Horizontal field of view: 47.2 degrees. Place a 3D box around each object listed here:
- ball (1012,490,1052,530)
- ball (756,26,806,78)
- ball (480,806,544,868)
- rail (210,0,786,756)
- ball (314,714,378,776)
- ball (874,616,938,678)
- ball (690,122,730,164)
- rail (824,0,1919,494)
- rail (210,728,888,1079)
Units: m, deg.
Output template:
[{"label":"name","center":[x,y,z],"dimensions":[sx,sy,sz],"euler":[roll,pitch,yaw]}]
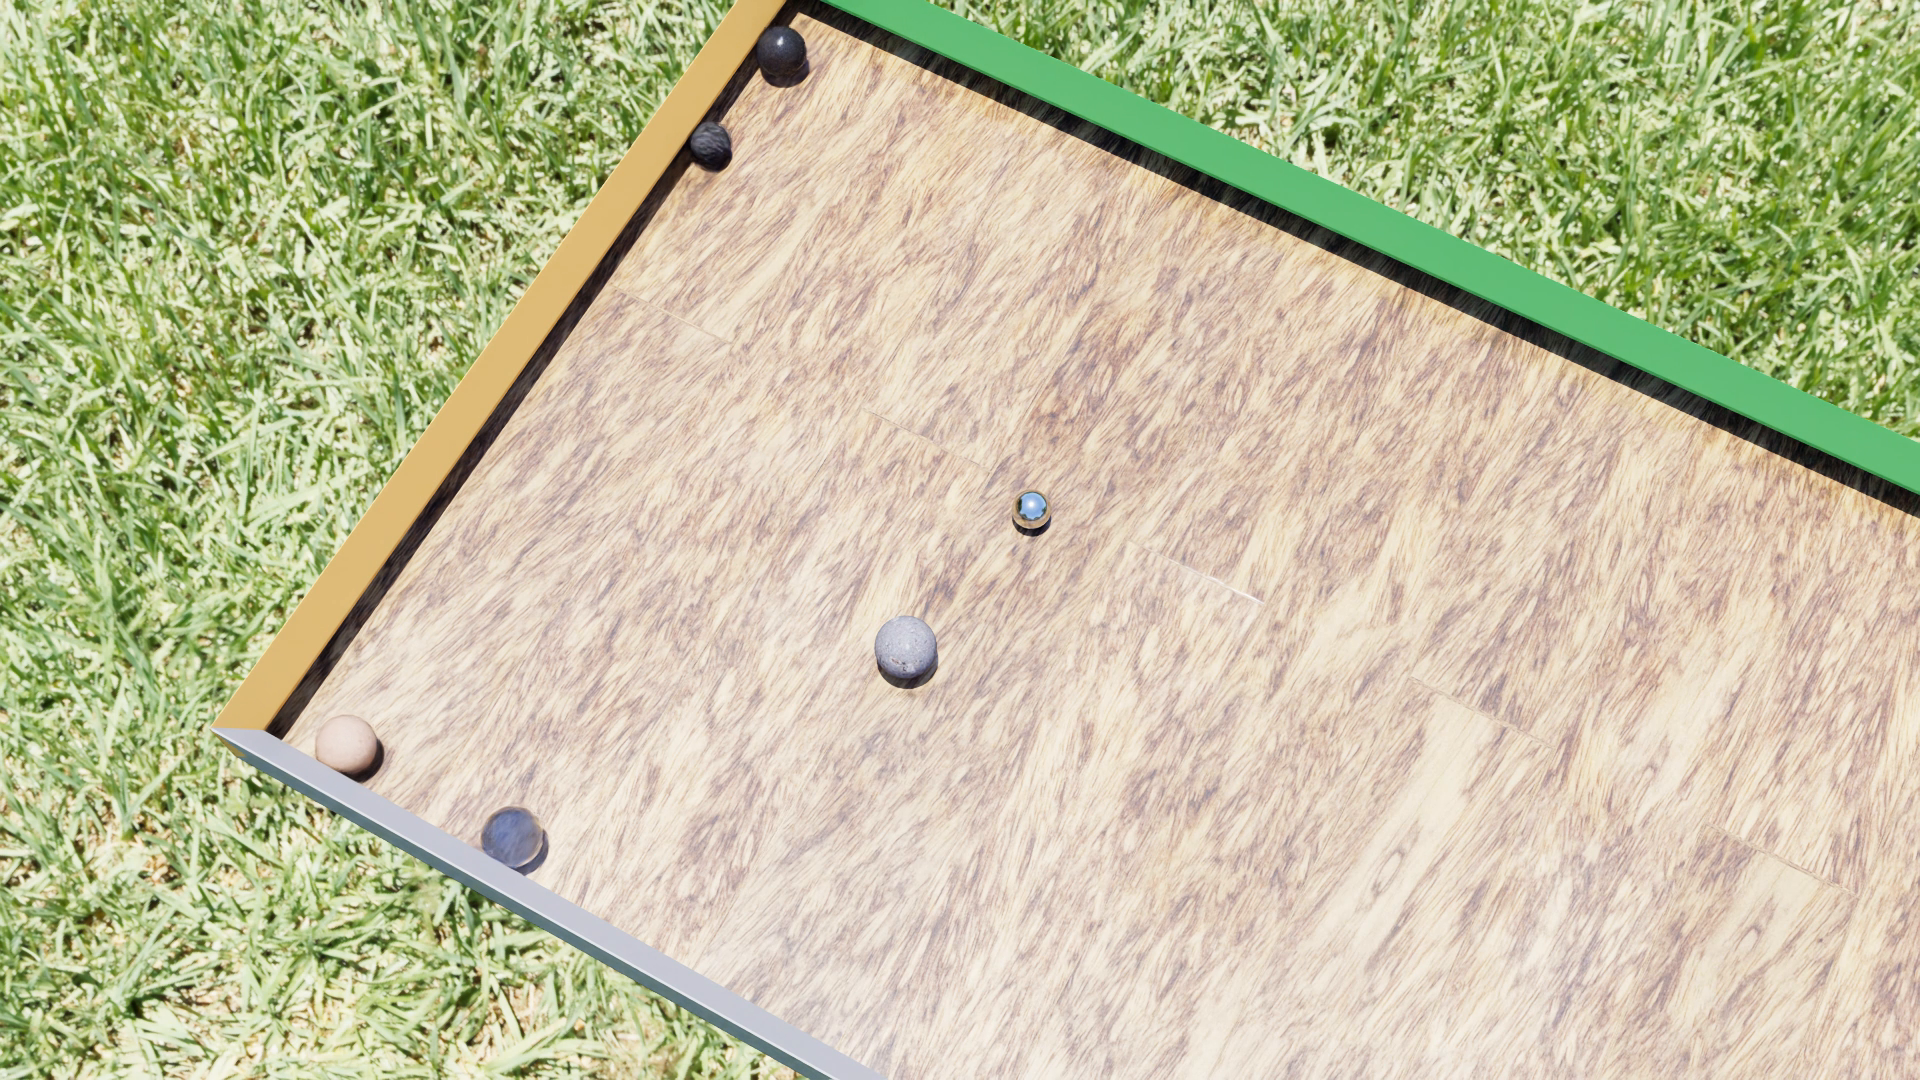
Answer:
[{"label":"ball","center":[0.116,-0.050,3.572],"dimensions":[0.065,0.065,0.065],"euler":[0,66,0]},{"label":"ball","center":[-0.318,-0.873,3.928],"dimensions":[0.090,0.090,0.090],"euler":[0,66,0]},{"label":"ball","center":[-0.678,0.449,3.331],"dimensions":[0.094,0.094,0.094],"euler":[0,66,0]},{"label":"rail","center":[-0.704,-0.361,3.675],"dimensions":[0.045,0.129,1.703],"euler":[26,68,11]},{"label":"ball","center":[-0.948,0.316,3.391],"dimensions":[0.094,0.094,0.094],"euler":[0,66,0]},{"label":"ball","center":[-0.085,0.168,3.455],"dimensions":[0.099,0.099,0.099],"euler":[0,66,0]},{"label":"ball","center":[-0.439,-0.696,3.859],"dimensions":[0.071,0.071,0.071],"euler":[0,66,0]},{"label":"rail","center":[1.122,-0.311,3.653],"dimensions":[3.304,0.129,0.045],"euler":[26,68,11]},{"label":"rail","center":[0.328,1.014,3.057],"dimensions":[3.304,0.129,0.045],"euler":[26,68,11]}]
